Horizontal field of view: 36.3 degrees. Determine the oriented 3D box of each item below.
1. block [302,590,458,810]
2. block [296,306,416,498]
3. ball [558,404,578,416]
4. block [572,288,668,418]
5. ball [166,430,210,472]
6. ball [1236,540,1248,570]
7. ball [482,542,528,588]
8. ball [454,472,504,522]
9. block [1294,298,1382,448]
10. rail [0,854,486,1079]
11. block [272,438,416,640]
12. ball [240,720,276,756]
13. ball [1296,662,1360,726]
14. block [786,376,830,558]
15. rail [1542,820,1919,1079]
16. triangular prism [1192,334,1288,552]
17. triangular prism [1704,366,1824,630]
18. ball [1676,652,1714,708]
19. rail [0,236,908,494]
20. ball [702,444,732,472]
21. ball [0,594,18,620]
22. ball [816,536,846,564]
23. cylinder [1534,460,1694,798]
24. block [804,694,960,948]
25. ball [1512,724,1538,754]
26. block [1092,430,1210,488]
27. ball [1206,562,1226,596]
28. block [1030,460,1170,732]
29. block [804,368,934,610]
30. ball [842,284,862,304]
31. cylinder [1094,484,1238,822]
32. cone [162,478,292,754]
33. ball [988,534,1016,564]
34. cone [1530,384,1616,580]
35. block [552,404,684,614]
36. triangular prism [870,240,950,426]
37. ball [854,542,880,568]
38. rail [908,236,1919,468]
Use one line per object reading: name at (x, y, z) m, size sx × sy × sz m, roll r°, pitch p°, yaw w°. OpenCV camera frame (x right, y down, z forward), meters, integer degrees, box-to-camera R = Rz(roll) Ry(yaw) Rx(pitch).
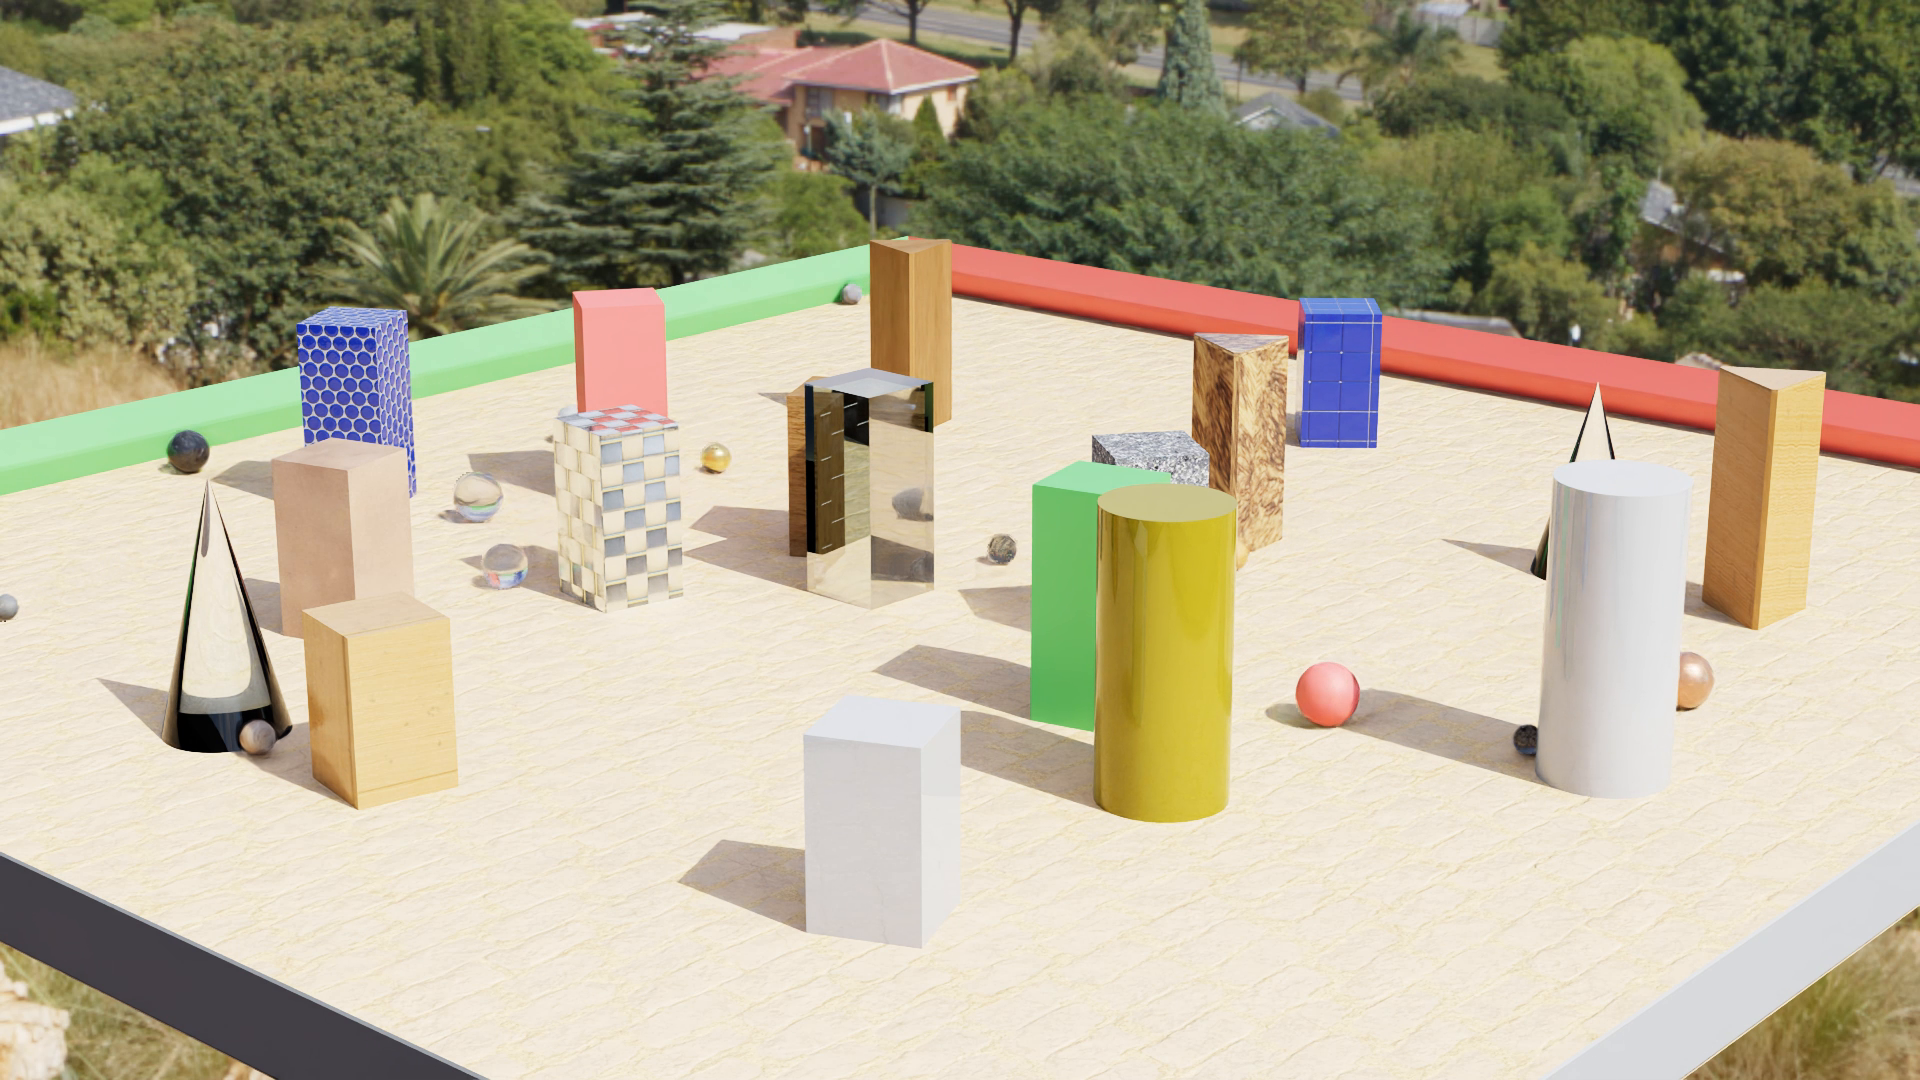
block at (-0.838, 0.230, 4.242) m, size 0.157 × 0.258 × 0.157 m, roll -12°, pitch 20°, yaw -34°
block at (-1.158, -0.249, 5.639) m, size 0.157 × 0.368 × 0.157 m, roll 3°, pitch 17°, yaw 11°
ball at (-0.804, -0.242, 6.113) m, size 0.081 × 0.081 × 0.081 m, roll 0°, pitch 17°, yaw 0°
block at (-0.658, -0.279, 5.701) m, size 0.157 × 0.390 × 0.157 m, roll -4°, pitch 17°, yaw -13°
ball at (-1.551, -0.178, 5.893) m, size 0.086 × 0.086 × 0.086 m, roll 0°, pitch 17°, yaw 0°
ball at (0.489, 0.027, 5.262) m, size 0.057 × 0.057 × 0.057 m, roll 0°, pitch 17°, yaw 0°
ball at (-0.801, 0.045, 5.165) m, size 0.080 × 0.080 × 0.080 m, roll 0°, pitch 17°, yaw 0°
ball at (-0.913, -0.082, 5.561) m, size 0.093 × 0.093 × 0.093 m, roll 0°, pitch 17°, yaw 0°
block at (0.788, -0.349, 6.119) m, size 0.157 × 0.283 × 0.157 m, roll 0°, pitch 17°, yaw 2°
rail at (-1.232, 0.441, 3.762) m, size 3.662 × 0.128 × 0.045 m, roll 14°, pitch 22°, yaw 39°
block at (-1.030, 0.004, 4.907) m, size 0.157 × 0.307 × 0.157 m, roll 8°, pitch 19°, yaw 25°
ball at (-1.049, 0.296, 4.379) m, size 0.052 × 0.052 × 0.052 m, roll 0°, pitch 17°, yaw 0°
ball at (0.564, 0.235, 4.500) m, size 0.098 × 0.098 × 0.098 m, roll 0°, pitch 17°, yaw 0°
block at (-0.216, -0.131, 5.365) m, size 0.157 × 0.301 × 0.157 m, roll 4°, pitch 17°, yaw 14°
rail at (1.365, 0.374, 3.985) m, size 0.045 × 0.128 × 3.805 m, roll 14°, pitch 22°, yaw 39°
triangular prism at (0.488, -0.181, 5.385) m, size 0.147 × 0.386 × 0.170 m, roll 13°, pitch 21°, yaw 36°
triangular prism at (1.346, -0.080, 4.993) m, size 0.147 × 0.417 × 0.170 m, roll 15°, pitch 23°, yaw 41°
ball at (1.131, 0.218, 4.573) m, size 0.089 × 0.089 × 0.089 m, roll 0°, pitch 17°, yaw 0°
rail at (-1.365, -0.310, 6.255) m, size 0.045 × 0.128 × 3.805 m, roll 14°, pitch 22°, yaw 39°
ball at (-0.490, -0.166, 5.900) m, size 0.058 × 0.058 × 0.058 m, roll 0°, pitch 17°, yaw 0°
ball at (-1.626, 0.115, 4.995) m, size 0.044 × 0.044 × 0.044 m, roll 0°, pitch 17°, yaw 0°
ball at (-0.233, 0.019, 5.299) m, size 0.052 × 0.052 × 0.052 m, roll 0°, pitch 17°, yaw 0°
cylinder at (0.945, 0.127, 4.244) m, size 0.197 × 0.452 × 0.197 m, roll 0°, pitch 17°, yaw 0°
block at (-0.099, 0.361, 3.782) m, size 0.157 × 0.272 × 0.157 m, roll 5°, pitch 18°, yaw 17°
ball at (0.849, 0.298, 4.384) m, size 0.045 × 0.045 × 0.045 m, roll 0°, pitch 17°, yaw 0°
block at (0.312, 0.003, 4.862) m, size 0.157 × 0.334 × 0.157 m, roll -3°, pitch 17°, yaw -11°
ball at (0.434, 0.068, 5.123) m, size 0.060 × 0.060 × 0.060 m, roll 0°, pitch 17°, yaw 0°
block at (0.215, 0.088, 4.502) m, size 0.157 × 0.379 × 0.157 m, roll 9°, pitch 19°, yaw 27°
block at (-0.157, -0.091, 5.101) m, size 0.157 × 0.376 × 0.157 m, roll 15°, pitch 22°, yaw 41°
ball at (-0.274, -0.623, 7.425) m, size 0.053 × 0.053 × 0.053 m, roll 0°, pitch 17°, yaw 0°
cylinder at (0.290, 0.159, 4.159) m, size 0.197 × 0.442 × 0.197 m, roll 0°, pitch 17°, yaw 0°
cone at (-1.121, 0.097, 4.427) m, size 0.197 × 0.405 × 0.197 m, roll 0°, pitch 17°, yaw 0°
ball at (0.076, 0.017, 5.301) m, size 0.053 × 0.053 × 0.053 m, roll 0°, pitch 17°, yaw 0°
cone at (1.123, -0.111, 5.211) m, size 0.197 × 0.350 × 0.197 m, roll 0°, pitch 17°, yaw 0°
block at (-0.593, -0.056, 5.093) m, size 0.157 × 0.314 × 0.157 m, roll -12°, pitch 21°, yaw -35°
triangular prism at (-0.082, -0.437, 6.225) m, size 0.147 × 0.391 × 0.170 m, roll -10°, pitch 20°, yaw -30°
ball at (-0.167, 0.026, 5.285) m, size 0.047 × 0.047 × 0.047 m, roll 0°, pitch 17°, yaw 0°
rail at (1.232, -0.377, 6.478) m, size 3.662 × 0.128 × 0.045 m, roll 14°, pitch 22°, yaw 39°
